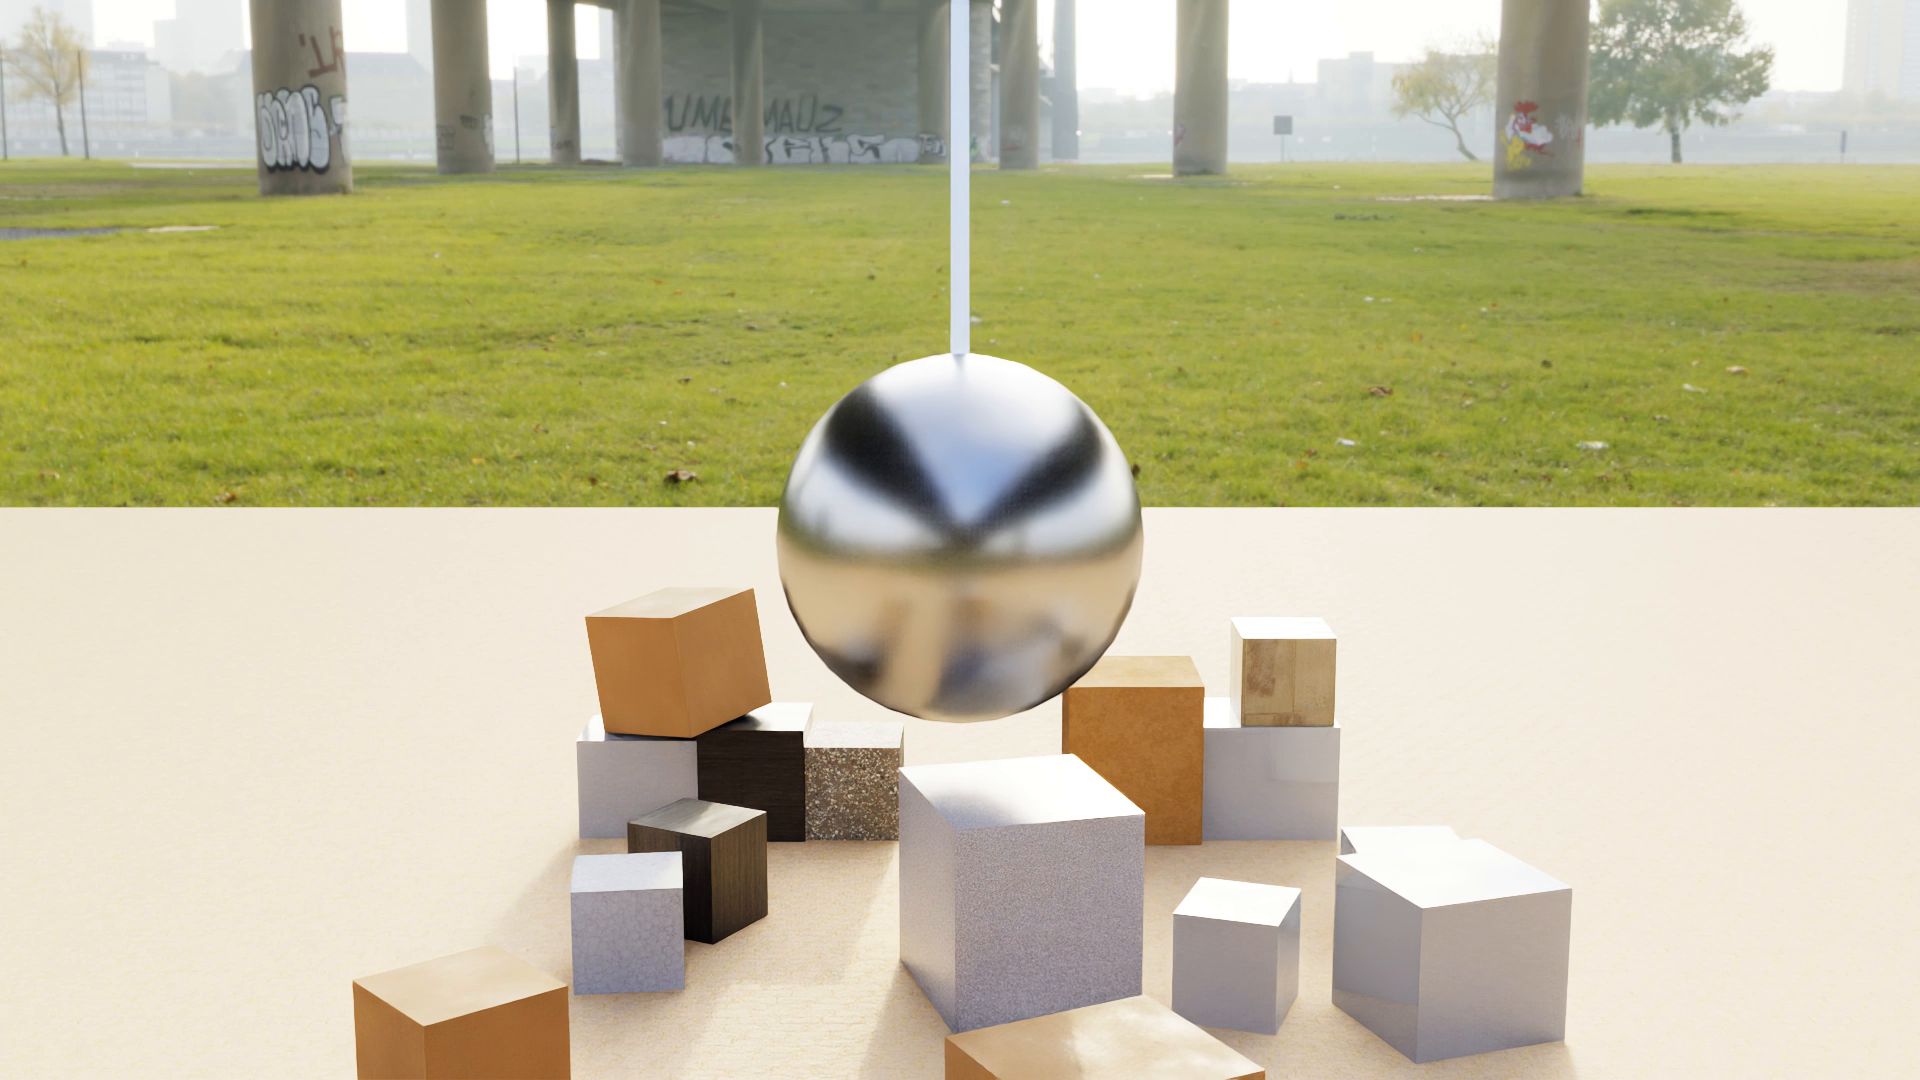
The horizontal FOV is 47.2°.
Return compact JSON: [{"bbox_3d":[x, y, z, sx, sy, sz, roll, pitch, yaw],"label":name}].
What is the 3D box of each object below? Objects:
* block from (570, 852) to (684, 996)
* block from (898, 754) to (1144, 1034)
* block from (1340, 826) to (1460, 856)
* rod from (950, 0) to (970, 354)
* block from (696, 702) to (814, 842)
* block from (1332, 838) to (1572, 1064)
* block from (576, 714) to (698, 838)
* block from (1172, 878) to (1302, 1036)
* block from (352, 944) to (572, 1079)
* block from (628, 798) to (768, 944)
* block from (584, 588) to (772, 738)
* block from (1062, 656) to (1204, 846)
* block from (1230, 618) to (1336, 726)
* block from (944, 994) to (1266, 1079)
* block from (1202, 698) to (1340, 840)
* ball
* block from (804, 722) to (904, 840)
[{"bbox_3d":[-1.411,1.626,9.369,0.460,0.448,0.477,-1,10,-7],"label":"block"},{"bbox_3d":[0.238,1.454,9.176,0.787,0.855,0.897,-3,11,-16],"label":"block"},{"bbox_3d":[2.004,1.550,9.915,0.499,0.402,0.431,0,10,-2],"label":"block"},{"bbox_3d":[0.000,-3.391,9.853,0.080,5.200,0.080,0,-5,0],"label":"rod"},{"bbox_3d":[-1.049,1.193,11.372,0.539,0.583,0.554,0,10,1],"label":"block"},{"bbox_3d":[1.961,1.633,8.825,0.677,0.630,0.654,-4,11,-20],"label":"block"},{"bbox_3d":[-1.631,1.223,11.407,0.610,0.513,0.511,0,10,1],"label":"block"},{"bbox_3d":[1.132,1.692,8.978,0.424,0.458,0.460,4,11,20],"label":"block"},{"bbox_3d":[-1.754,1.845,7.764,0.551,0.593,0.537,-9,13,-40],"label":"block"},{"bbox_3d":[-1.186,1.494,9.972,0.456,0.493,0.437,6,12,28],"label":"block"},{"bbox_3d":[-1.441,0.615,11.284,0.607,0.614,0.623,-1,12,36],"label":"block"},{"bbox_3d":[0.880,1.076,11.350,0.677,0.823,0.672,0,10,0],"label":"block"},{"bbox_3d":[1.652,0.672,11.291,0.472,0.454,0.474,0,10,0],"label":"block"},{"bbox_3d":[0.448,1.946,6.994,0.762,0.669,0.690,-5,12,-27],"label":"block"},{"bbox_3d":[1.572,1.182,11.410,0.689,0.592,0.590,0,10,0],"label":"block"},{"bbox_3d":[0.000,-0.005,9.538,1.600,1.600,1.600,0,10,0],"label":"ball"},{"bbox_3d":[-0.540,1.242,11.371,0.479,0.487,0.494,0,10,1],"label":"block"}]
